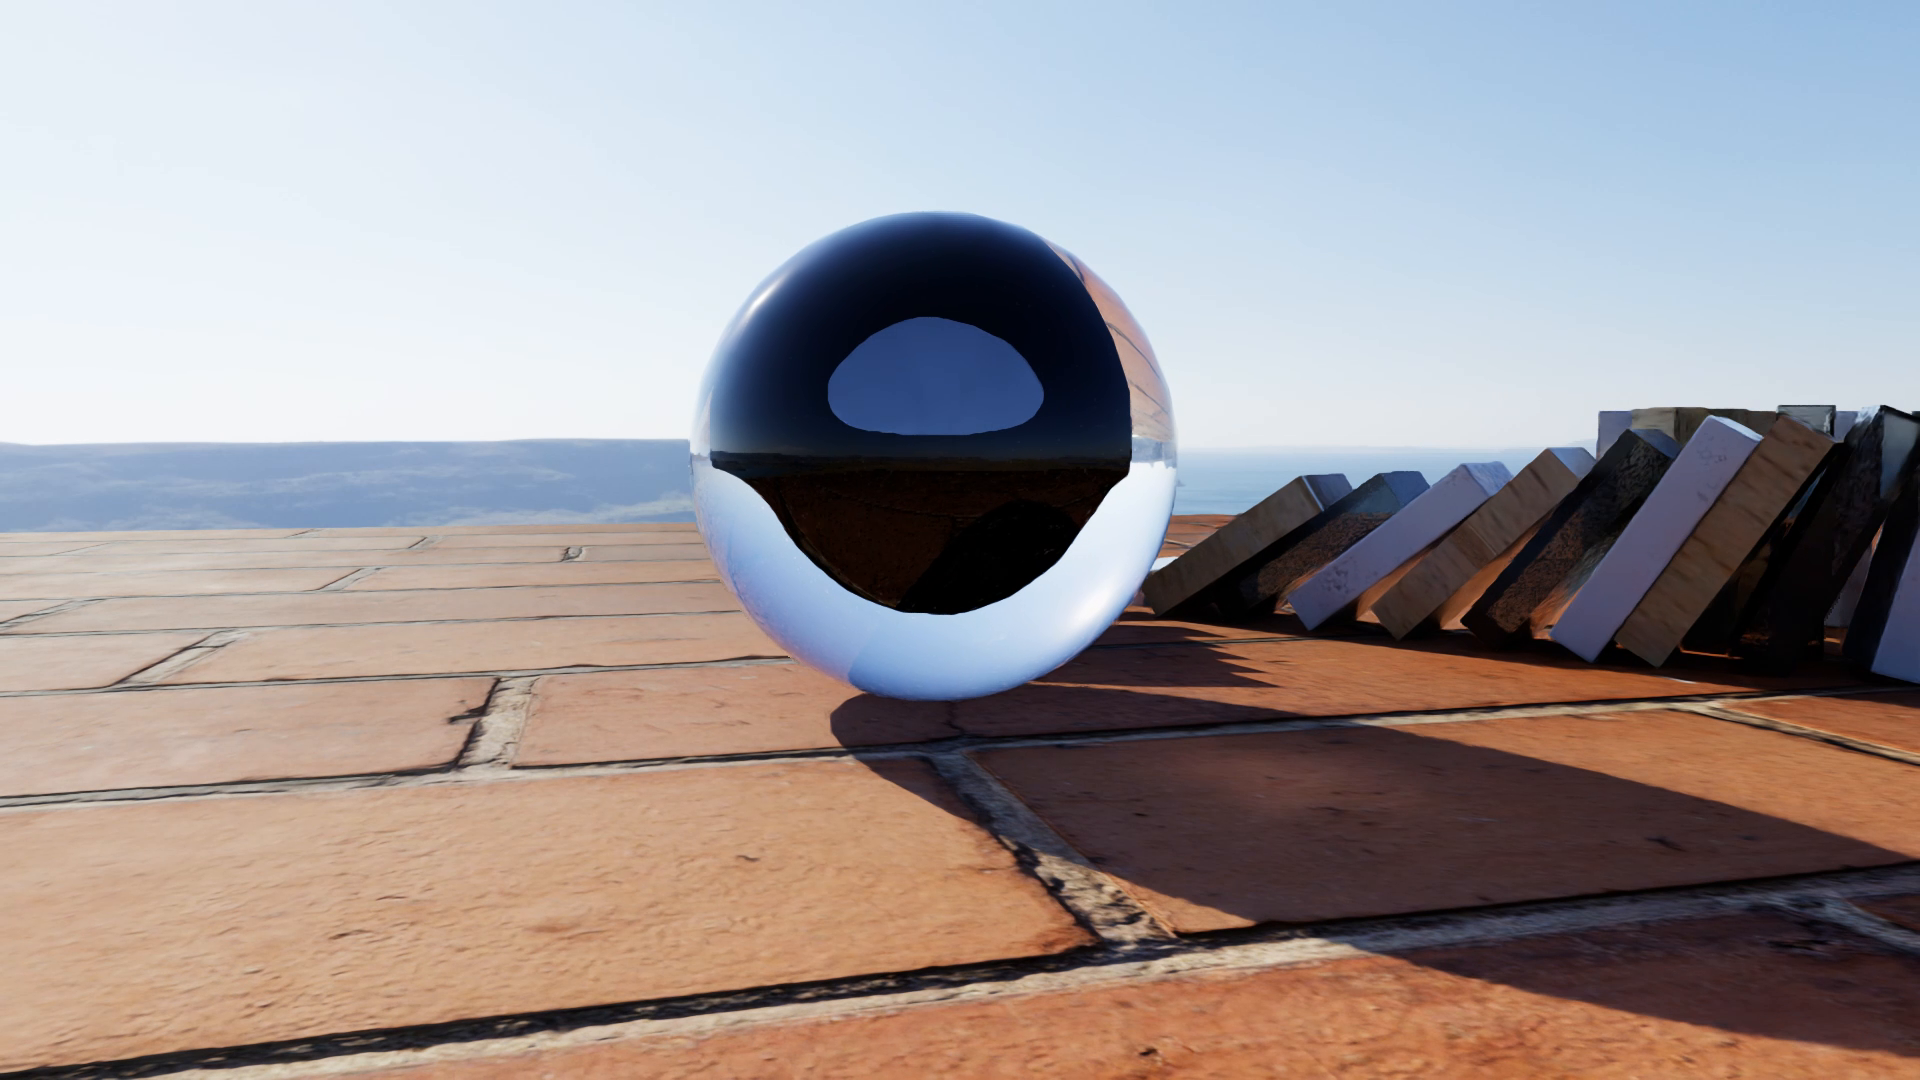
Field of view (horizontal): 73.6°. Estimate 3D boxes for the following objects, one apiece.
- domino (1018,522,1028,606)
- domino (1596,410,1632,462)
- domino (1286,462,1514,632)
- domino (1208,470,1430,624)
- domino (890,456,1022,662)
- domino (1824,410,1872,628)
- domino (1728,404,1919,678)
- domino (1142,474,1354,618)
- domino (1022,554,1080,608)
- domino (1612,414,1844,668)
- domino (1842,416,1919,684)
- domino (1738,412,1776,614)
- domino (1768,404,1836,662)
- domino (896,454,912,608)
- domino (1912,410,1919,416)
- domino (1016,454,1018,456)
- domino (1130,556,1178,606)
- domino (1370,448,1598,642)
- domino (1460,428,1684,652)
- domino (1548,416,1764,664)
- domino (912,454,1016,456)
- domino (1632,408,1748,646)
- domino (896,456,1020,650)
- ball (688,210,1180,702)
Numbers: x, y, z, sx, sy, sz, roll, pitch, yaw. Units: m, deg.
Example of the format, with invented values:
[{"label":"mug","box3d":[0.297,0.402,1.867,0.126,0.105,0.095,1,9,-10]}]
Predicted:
[{"label":"domino","box3d":[0.003,-0.001,0.341,0.025,0.009,0.050,-5,36,1]},{"label":"domino","box3d":[0.160,-0.005,0.295,0.025,0.050,0.009,2,5,29]},{"label":"domino","box3d":[0.100,0.002,0.288,0.025,0.009,0.050,-5,-32,-49]},{"label":"domino","box3d":[0.085,0.002,0.301,0.050,0.010,0.025,-40,-21,34]},{"label":"domino","box3d":[0.000,0.003,0.265,0.025,0.009,0.050,0,45,1]},{"label":"domino","box3d":[0.211,-0.005,0.306,0.009,0.050,0.025,3,5,32]},{"label":"domino","box3d":[0.161,0.000,0.239,0.009,0.050,0.025,29,17,24]},{"label":"domino","box3d":[0.070,0.001,0.312,0.050,0.009,0.025,-38,-20,34]},{"label":"domino","box3d":[0.018,0.011,0.361,0.025,0.010,0.050,1,4,12]},{"label":"domino","box3d":[0.147,0.000,0.246,0.009,0.050,0.025,39,26,29]},{"label":"domino","box3d":[0.176,0.000,0.233,0.009,0.050,0.025,16,10,23]},{"label":"domino","box3d":[0.192,-0.006,0.314,0.009,0.050,0.025,1,4,16]},{"label":"domino","box3d":[0.172,-0.002,0.262,0.009,0.050,0.025,3,5,32]},{"label":"domino","box3d":[-0.001,0.000,0.308,0.025,0.010,0.050,0,45,1]},{"label":"domino","box3d":[0.226,-0.004,0.292,0.025,0.050,0.009,-3,5,-33]},{"label":"domino","box3d":[0.001,-0.002,0.323,0.025,0.010,0.050,1,45,6]},{"label":"domino","box3d":[0.061,0.011,0.359,0.050,0.010,0.025,-3,5,-35]},{"label":"domino","box3d":[0.114,0.001,0.275,0.025,0.009,0.050,-5,-38,-49]},{"label":"domino","box3d":[0.126,0.000,0.262,0.025,0.050,0.009,-5,44,-49]},{"label":"domino","box3d":[0.137,0.000,0.251,0.009,0.050,0.025,39,26,29]},{"label":"domino","box3d":[0.001,0.001,0.294,0.025,0.010,0.050,0,45,1]},{"label":"domino","box3d":[0.156,-0.003,0.276,0.025,0.050,0.009,-2,5,-28]},{"label":"domino","box3d":[0.000,0.002,0.279,0.025,0.010,0.050,0,45,1]},{"label":"ball","box3d":[-0.004,-0.013,0.212,0.080,0.080,0.080,0,4,0]}]
